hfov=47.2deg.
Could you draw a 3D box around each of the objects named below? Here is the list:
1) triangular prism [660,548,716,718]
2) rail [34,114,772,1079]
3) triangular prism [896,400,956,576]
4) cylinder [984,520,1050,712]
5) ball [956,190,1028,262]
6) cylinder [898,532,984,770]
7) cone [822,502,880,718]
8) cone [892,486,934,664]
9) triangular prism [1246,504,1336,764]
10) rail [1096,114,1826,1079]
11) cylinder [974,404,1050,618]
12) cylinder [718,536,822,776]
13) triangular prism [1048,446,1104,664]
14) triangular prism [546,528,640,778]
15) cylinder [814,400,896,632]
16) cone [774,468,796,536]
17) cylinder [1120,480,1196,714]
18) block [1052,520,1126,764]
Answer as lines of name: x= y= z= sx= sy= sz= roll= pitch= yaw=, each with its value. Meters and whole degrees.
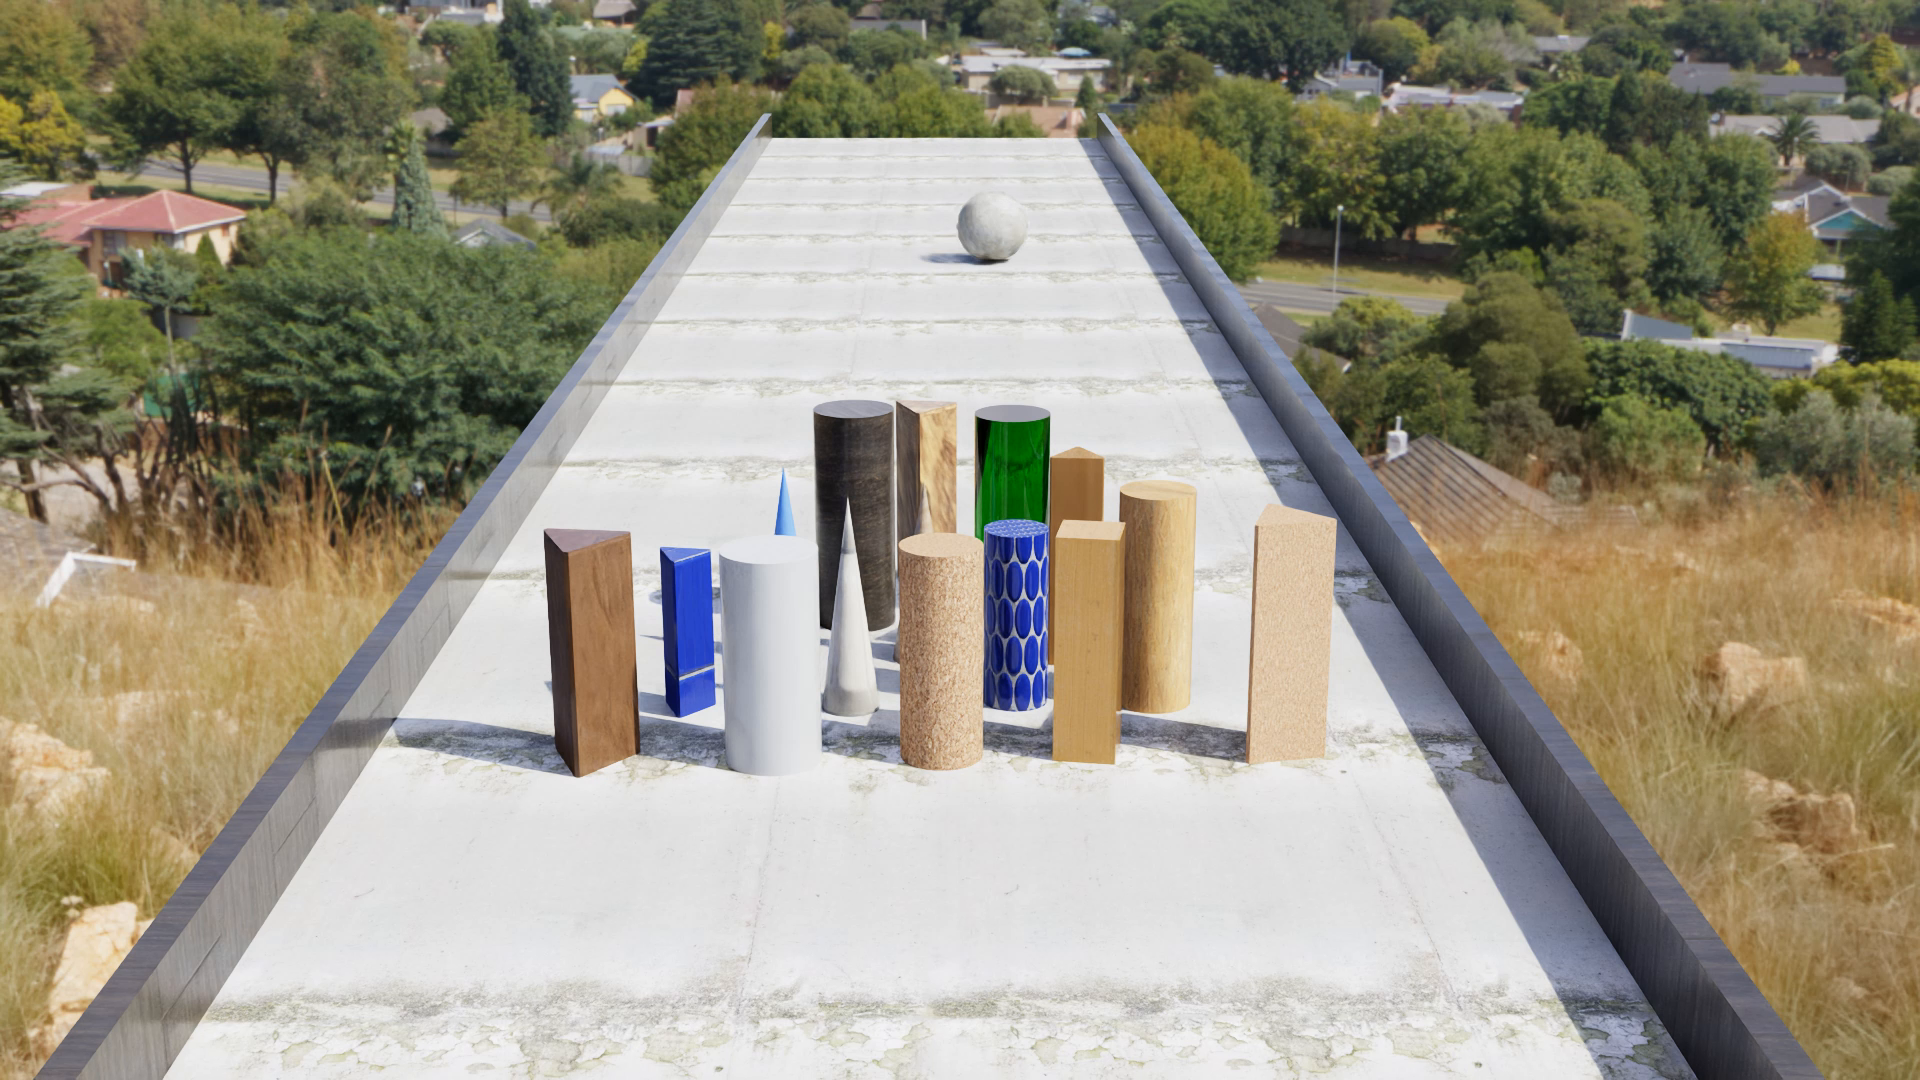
triangular prism: x=-0.527 y=0.168 z=4.124 sx=0.084 sy=0.307 sz=0.096 roll=13 pitch=21 yaw=37
rail: x=-1.118 y=-0.838 z=7.780 sx=0.050 sy=0.150 sz=12.000 roll=0 pitch=17 yaw=-1
triangular prism: x=-0.094 y=-0.104 z=4.867 sx=0.115 sy=0.404 sz=0.133 roll=13 pitch=21 yaw=37
cylinder: x=0.106 y=0.142 z=4.149 sx=0.122 sy=0.342 sz=0.122 roll=0 pitch=17 yaw=0
ball: x=0.133 y=-1.294 z=9.067 sx=0.292 sy=0.292 sz=0.292 roll=0 pitch=17 yaw=0
cylinder: x=-0.033 y=0.196 z=3.878 sx=0.147 sy=0.393 sz=0.147 roll=0 pitch=17 yaw=0
cone: x=-0.207 y=0.118 z=4.107 sx=0.110 sy=0.412 sz=0.110 roll=0 pitch=17 yaw=0
cone: x=-0.071 y=0.059 z=4.382 sx=0.129 sy=0.369 sz=0.129 roll=0 pitch=17 yaw=0
triangular prism: x=0.565 y=0.163 z=3.909 sx=0.148 sy=0.439 sz=0.128 roll=-4 pitch=17 yaw=-13
rail: x=0.932 y=-0.844 z=7.801 sx=0.050 sy=0.150 sz=12.000 roll=0 pitch=17 yaw=-1
cylinder: x=0.110 y=-0.056 z=4.652 sx=0.160 sy=0.435 sz=0.160 roll=0 pitch=17 yaw=0
cylinder: x=-0.332 y=0.202 z=3.865 sx=0.172 sy=0.389 sz=0.172 roll=0 pitch=17 yaw=0
triangular prism: x=0.231 y=0.032 z=4.369 sx=0.104 sy=0.427 sz=0.090 roll=1 pitch=17 yaw=4
triangular prism: x=-0.673 y=0.189 z=3.871 sx=0.133 sy=0.411 sz=0.154 roll=12 pitch=20 yaw=35
cylinder: x=-0.219 y=-0.050 z=4.592 sx=0.167 sy=0.459 sz=0.167 roll=0 pitch=17 yaw=0
cone: x=-0.346 y=0.045 z=4.373 sx=0.121 sy=0.401 sz=0.121 roll=0 pitch=17 yaw=0
cylinder: x=0.368 y=0.107 z=4.137 sx=0.143 sy=0.417 sz=0.143 roll=0 pitch=17 yaw=0
block: x=0.228 y=0.181 z=3.891 sx=0.111 sy=0.415 sz=0.111 roll=3 pitch=17 yaw=9
